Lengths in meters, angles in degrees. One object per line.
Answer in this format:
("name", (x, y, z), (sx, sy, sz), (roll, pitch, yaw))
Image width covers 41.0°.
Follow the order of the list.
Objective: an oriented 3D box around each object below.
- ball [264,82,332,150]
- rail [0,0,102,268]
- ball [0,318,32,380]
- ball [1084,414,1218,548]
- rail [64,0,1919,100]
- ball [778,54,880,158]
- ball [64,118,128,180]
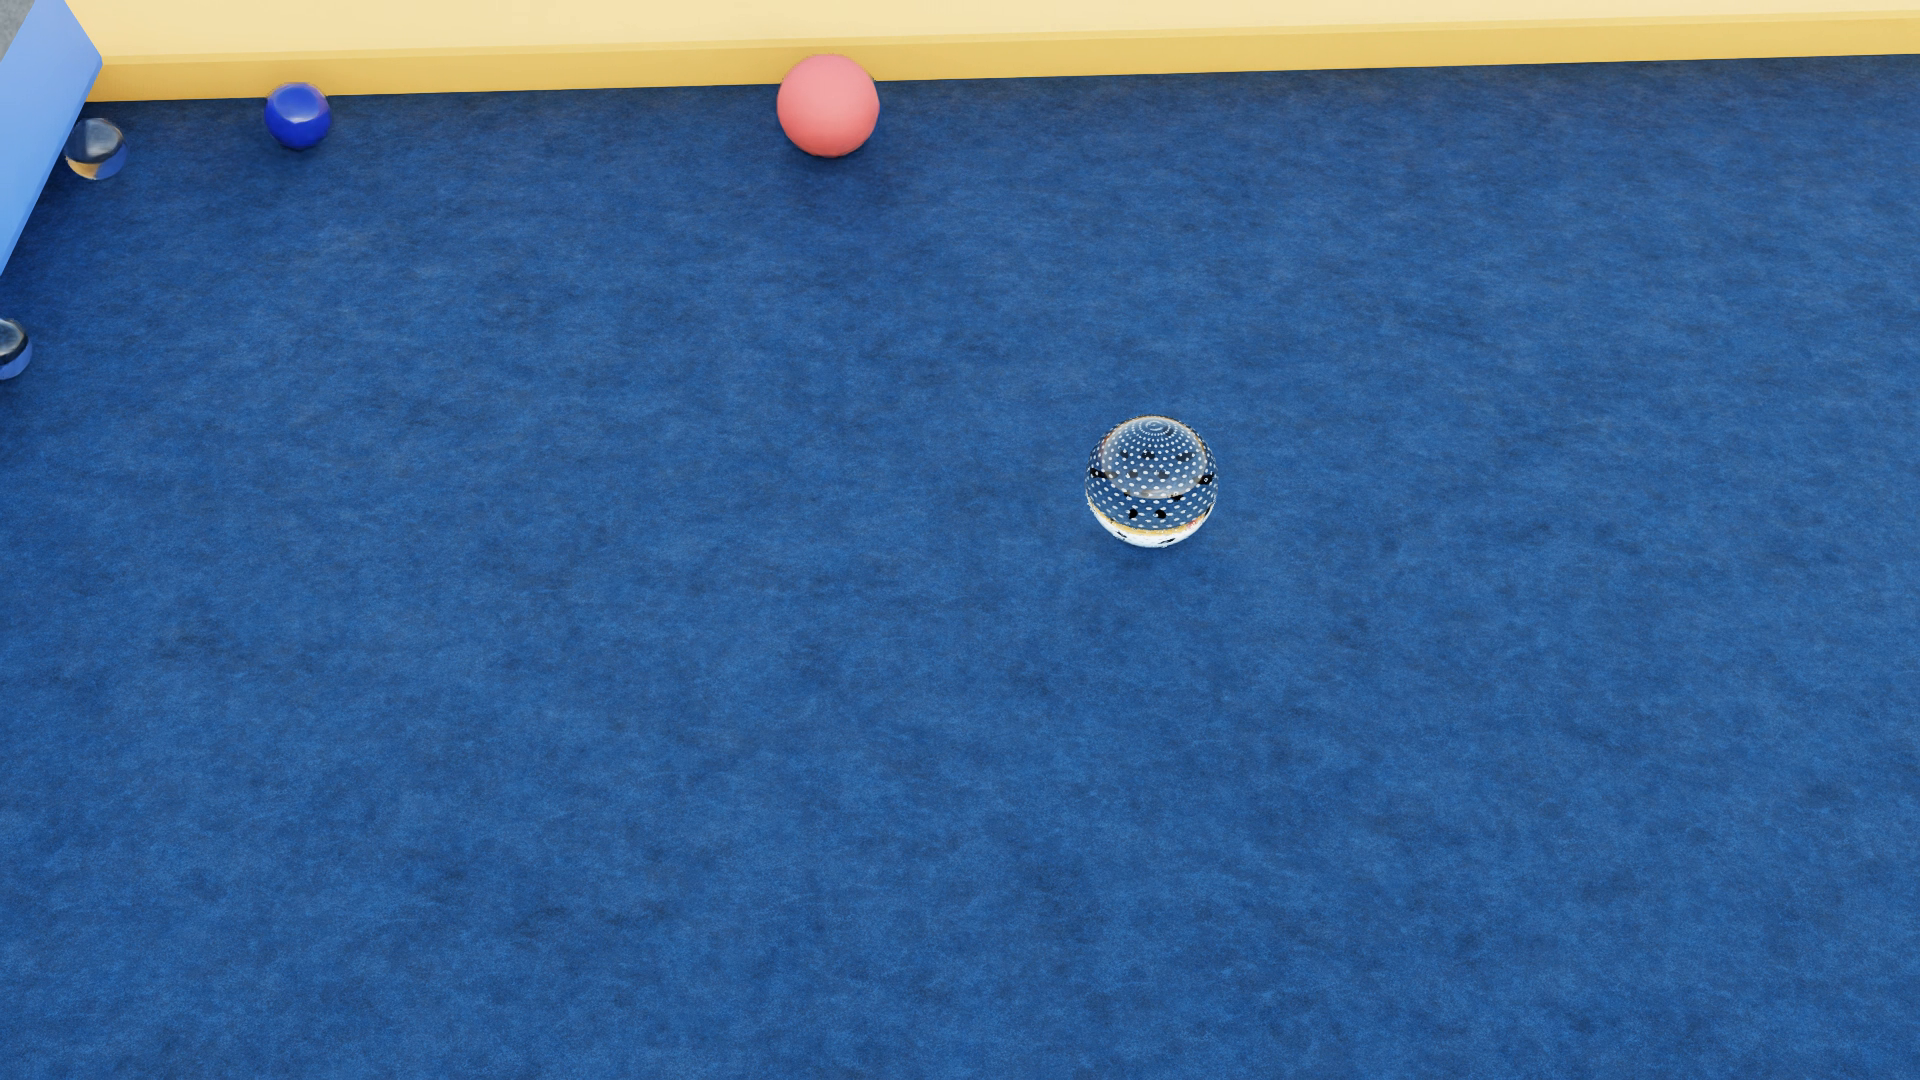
("ball", (-0.574, -0.368, 2.224), (0.057, 0.057, 0.057), (0, 36, 0))
("rail", (-0.728, 0.004, 1.655), (0.045, 0.118, 1.538), (-2, 36, -3))
("ball", (-0.720, -0.143, 1.922), (0.046, 0.046, 0.046), (0, 36, 0))
("ball", (0.130, -0.040, 1.741), (0.091, 0.091, 0.091), (0, 36, 0))
("rail", (0.707, -0.483, 2.331), (3.014, 0.118, 0.045), (-2, 36, -3))
("ball", (-0.113, -0.373, 2.206), (0.087, 0.087, 0.087), (0, 36, 0))
("ball", (-0.735, -0.332, 2.180), (0.051, 0.051, 0.051), (0, 36, 0))
